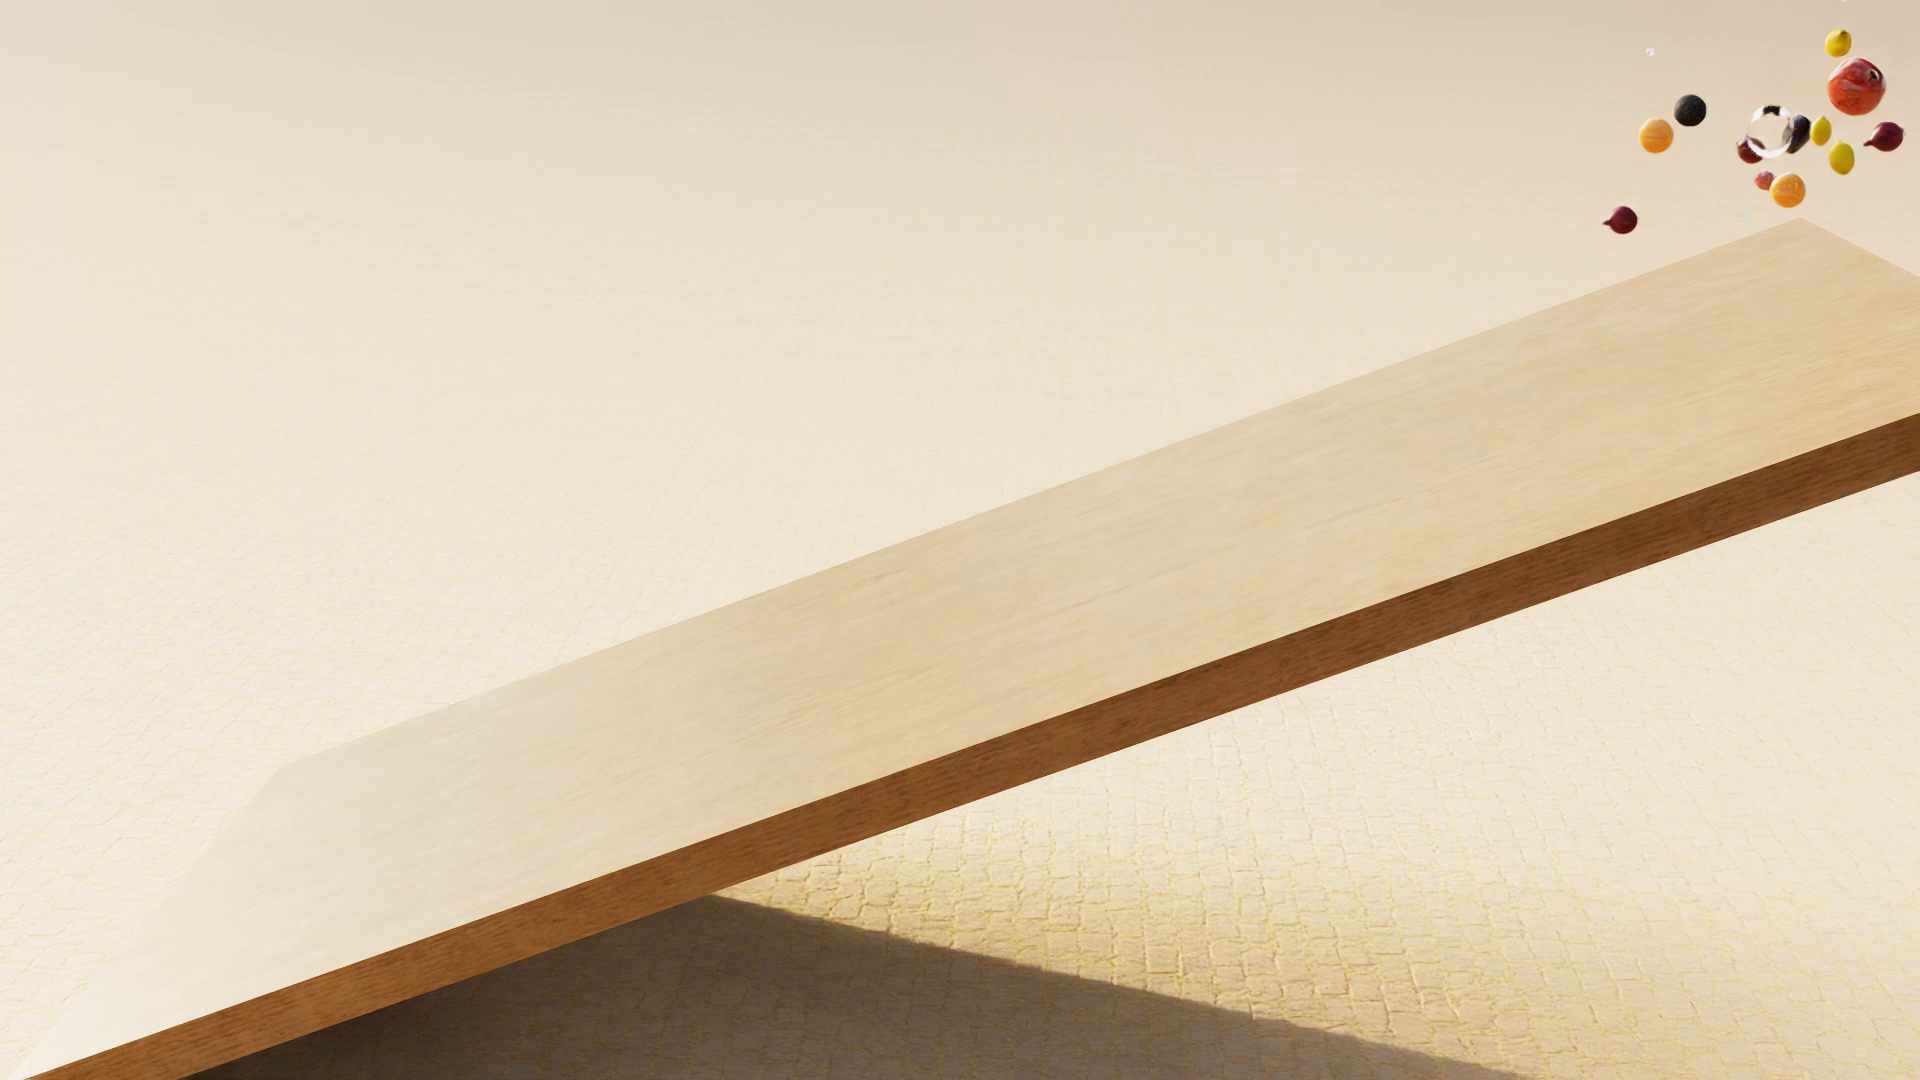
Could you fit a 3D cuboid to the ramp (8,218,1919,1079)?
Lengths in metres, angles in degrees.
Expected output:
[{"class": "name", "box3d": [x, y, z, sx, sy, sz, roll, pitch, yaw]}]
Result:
[{"class": "ramp", "box3d": [0.118, 0.176, 6.295, 4.000, 0.100, 2.000, -20, 12, 7]}]

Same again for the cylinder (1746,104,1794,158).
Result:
[{"class": "cylinder", "box3d": [1.576, -0.795, 5.720, 0.085, 0.085, 0.085, 4, 22, 17]}]

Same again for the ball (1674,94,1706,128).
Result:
[{"class": "ball", "box3d": [1.520, -0.894, 6.126, 0.068, 0.068, 0.068, 0, 13, 0]}]
